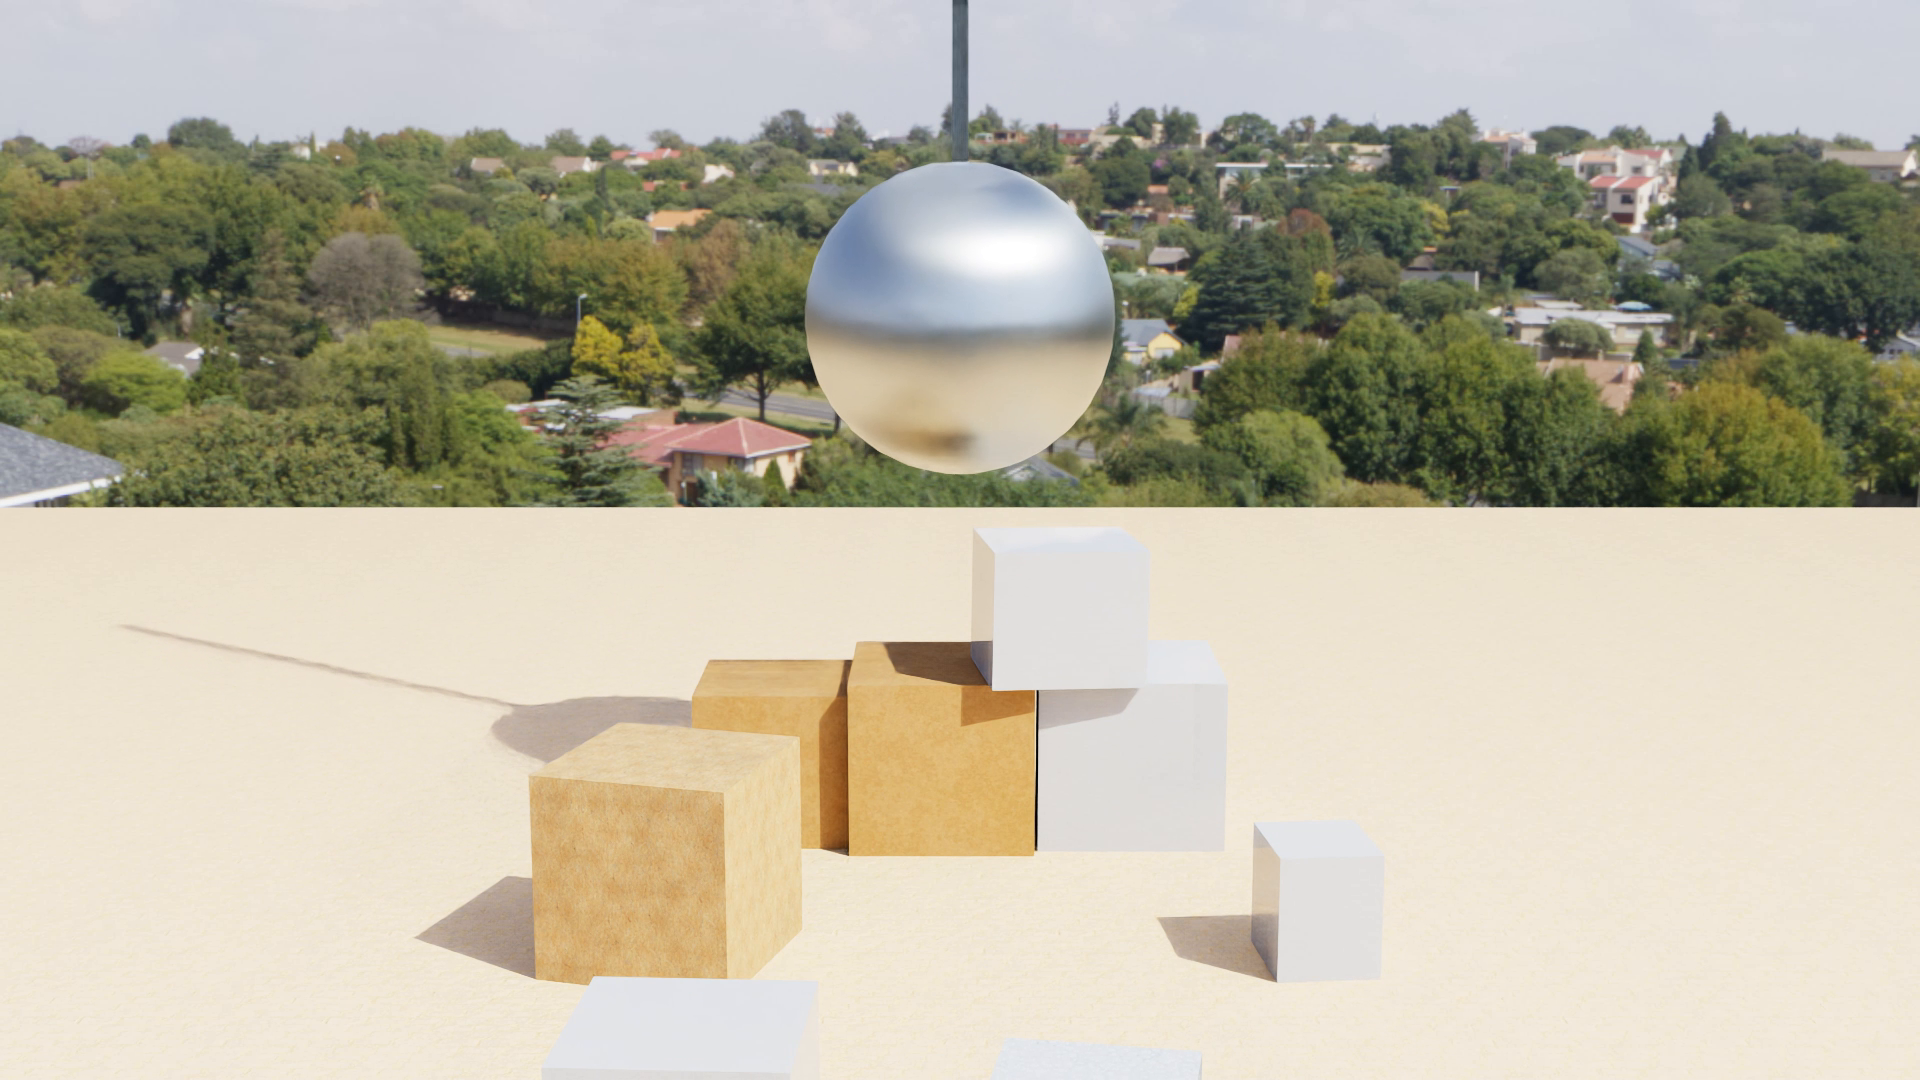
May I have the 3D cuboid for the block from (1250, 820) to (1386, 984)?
[{"bbox_3d":[1.538,1.552,9.496,0.446,0.548,0.501,-1,10,-5],"label":"block"}]

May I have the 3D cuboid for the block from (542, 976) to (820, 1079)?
[{"bbox_3d":[-0.858,1.895,6.975,0.748,0.775,0.728,1,10,3],"label":"block"}]

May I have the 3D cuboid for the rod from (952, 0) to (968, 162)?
[{"bbox_3d":[0.000,-4.446,10.519,0.080,5.200,0.080,0,13,0],"label":"rod"}]

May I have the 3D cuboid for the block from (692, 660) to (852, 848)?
[{"bbox_3d":[-0.945,1.093,11.357,0.772,0.786,0.793,0,10,0],"label":"block"}]

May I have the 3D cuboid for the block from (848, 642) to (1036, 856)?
[{"bbox_3d":[-0.091,1.056,11.313,0.920,0.874,0.956,0,10,0],"label":"block"}]

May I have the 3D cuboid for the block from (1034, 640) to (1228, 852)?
[{"bbox_3d":[0.856,1.048,11.386,0.934,0.865,0.950,0,10,0],"label":"block"}]

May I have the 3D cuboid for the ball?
[{"bbox_3d":[0.000,-1.140,11.312,1.600,1.600,1.600,0,10,0],"label":"ball"}]

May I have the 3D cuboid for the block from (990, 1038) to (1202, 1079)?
[{"bbox_3d":[0.410,1.988,6.851,0.634,0.637,0.589,2,10,10],"label":"block"}]

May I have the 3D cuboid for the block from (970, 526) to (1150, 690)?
[{"bbox_3d":[0.489,0.330,10.985,0.763,0.676,0.705,-1,10,-8],"label":"block"}]

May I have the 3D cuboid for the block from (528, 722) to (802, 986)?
[{"bbox_3d":[-1.254,1.368,9.536,0.874,0.897,0.885,3,11,16],"label":"block"}]
